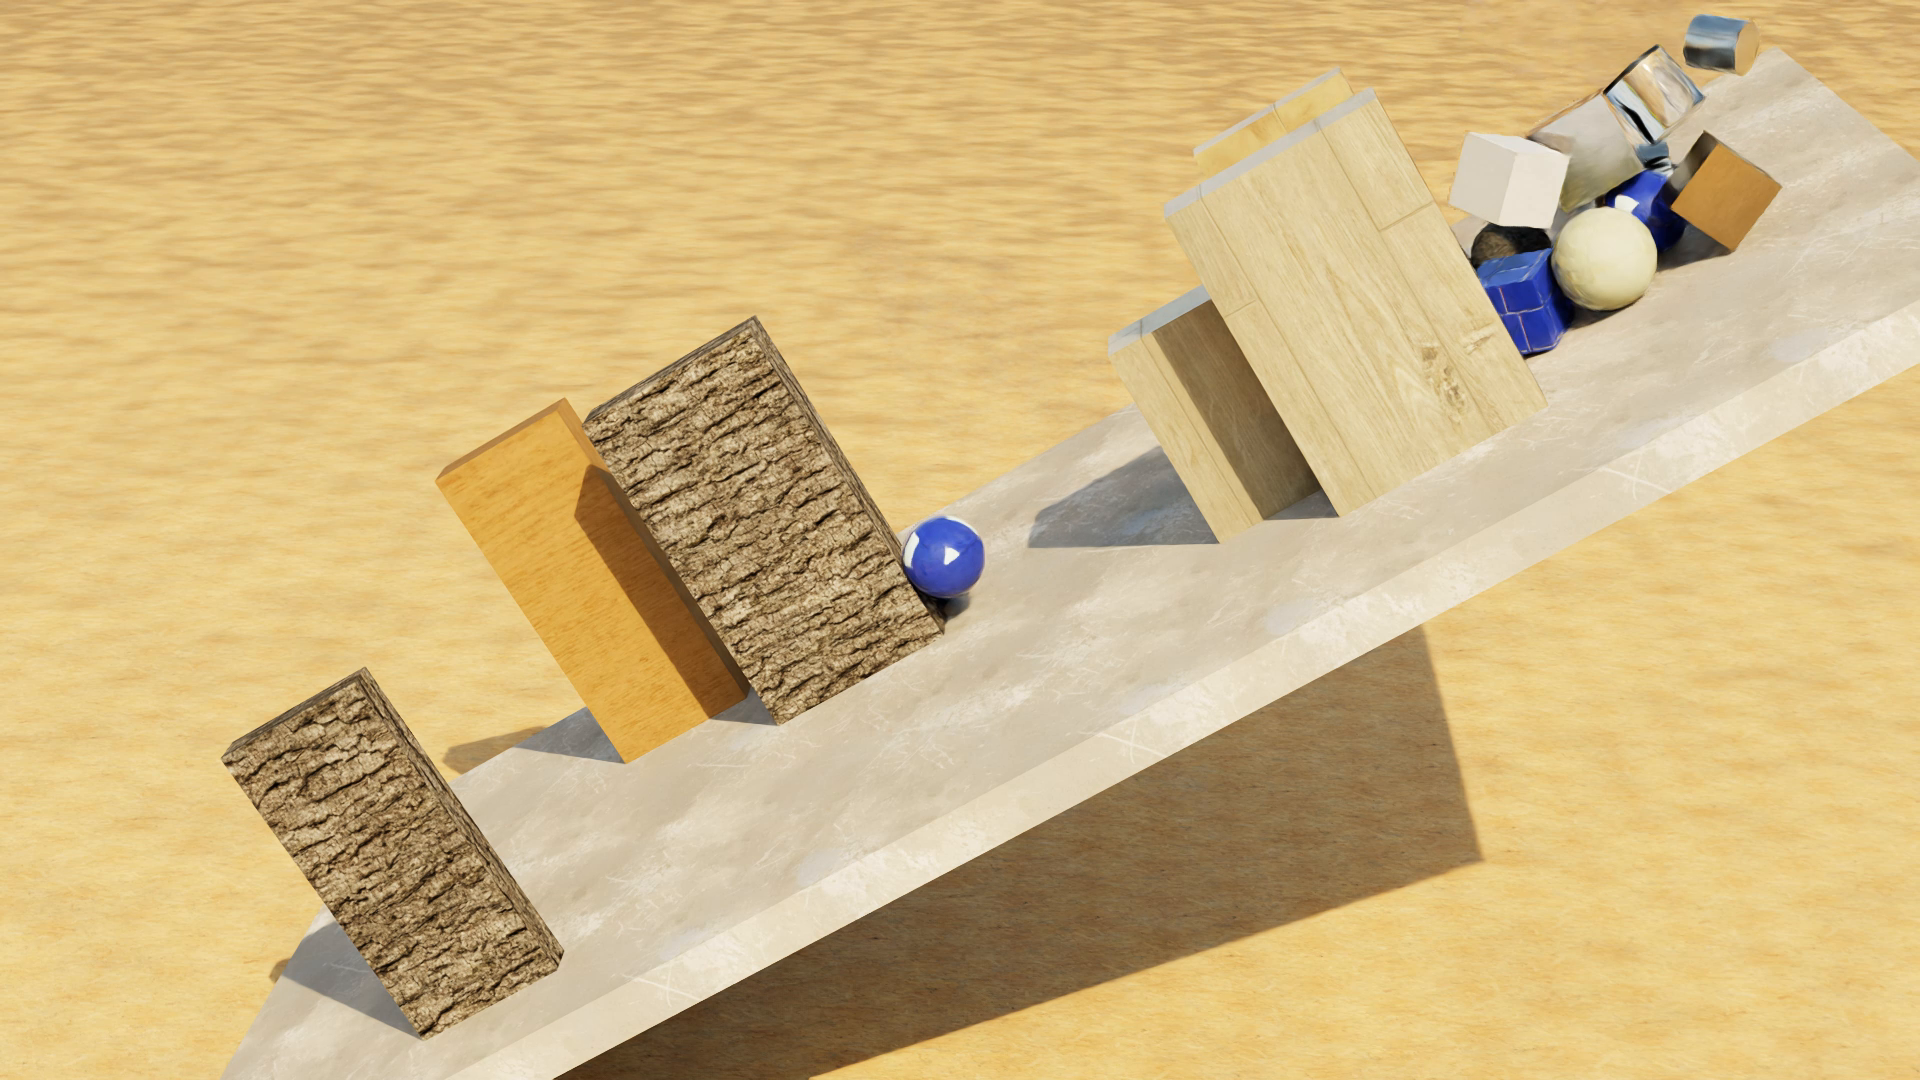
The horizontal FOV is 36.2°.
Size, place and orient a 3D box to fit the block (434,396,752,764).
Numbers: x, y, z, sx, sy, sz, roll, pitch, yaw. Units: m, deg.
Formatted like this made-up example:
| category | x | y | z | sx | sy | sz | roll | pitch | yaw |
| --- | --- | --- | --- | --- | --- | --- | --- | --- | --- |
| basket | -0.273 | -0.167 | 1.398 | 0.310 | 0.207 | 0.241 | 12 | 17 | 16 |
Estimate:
| category | x | y | z | sx | sy | sz | roll | pitch | yaw |
| --- | --- | --- | --- | --- | --- | --- | --- | --- | --- |
| block | -0.833 | 0.098 | 6.732 | 0.332 | 0.795 | 0.108 | -29 | 15 | 12 |

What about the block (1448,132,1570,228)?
| category | x | y | z | sx | sy | sz | roll | pitch | yaw |
| --- | --- | --- | --- | --- | --- | --- | --- | --- | --- |
| block | 1.054 | -0.690 | 5.647 | 0.142 | 0.142 | 0.142 | -1 | 22 | -35 |

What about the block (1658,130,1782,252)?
| category | x | y | z | sx | sy | sz | roll | pitch | yaw |
| --- | --- | --- | --- | --- | --- | --- | --- | --- | --- |
| block | 1.472 | -0.678 | 5.708 | 0.152 | 0.152 | 0.152 | 33 | 17 | -6 |

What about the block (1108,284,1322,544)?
| category | x | y | z | sx | sy | sz | roll | pitch | yaw |
| --- | --- | --- | --- | --- | --- | --- | --- | --- | --- |
| block | 0.587 | -0.299 | 5.812 | 0.422 | 0.445 | 0.149 | -29 | 15 | 12 |

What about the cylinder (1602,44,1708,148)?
| category | x | y | z | sx | sy | sz | roll | pitch | yaw |
| --- | --- | --- | --- | --- | --- | --- | --- | --- | --- |
| cylinder | 1.373 | -0.878 | 5.810 | 0.143 | 0.143 | 0.143 | 50 | 35 | 7 |

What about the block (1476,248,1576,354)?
| category | x | y | z | sx | sy | sz | roll | pitch | yaw |
| --- | --- | --- | --- | --- | --- | --- | --- | --- | --- |
| block | 1.106 | -0.467 | 5.823 | 0.151 | 0.151 | 0.151 | -8 | 25 | 34 |

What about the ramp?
| category | x | y | z | sx | sy | sz | roll | pitch | yaw |
| --- | --- | --- | --- | --- | --- | --- | --- | --- | --- |
| ramp | 0.142 | 0.168 | 6.287 | 4.000 | 0.100 | 2.000 | -29 | 15 | 12 |

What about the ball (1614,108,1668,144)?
| category | x | y | z | sx | sy | sz | roll | pitch | yaw |
| --- | --- | --- | --- | --- | --- | --- | --- | --- | --- |
| ball | 1.412 | -0.831 | 6.247 | 0.177 | 0.177 | 0.177 | 0 | 19 | 0 |

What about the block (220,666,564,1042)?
| category | x | y | z | sx | sy | sz | roll | pitch | yaw |
| --- | --- | --- | --- | --- | --- | --- | --- | --- | --- |
| block | -1.109 | 0.621 | 5.775 | 0.320 | 0.703 | 0.085 | -29 | 15 | 12 |

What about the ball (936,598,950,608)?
| category | x | y | z | sx | sy | sz | roll | pitch | yaw |
| --- | --- | --- | --- | --- | --- | --- | --- | --- | --- |
| ball | -0.076 | 0.104 | 6.502 | 0.120 | 0.120 | 0.120 | 0 | 19 | 0 |

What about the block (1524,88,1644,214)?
| category | x | y | z | sx | sy | sz | roll | pitch | yaw |
| --- | --- | --- | --- | --- | --- | --- | --- | --- | --- |
| block | 1.250 | -0.779 | 5.887 | 0.172 | 0.172 | 0.172 | -30 | 5 | 17 |

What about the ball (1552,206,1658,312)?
| category | x | y | z | sx | sy | sz | roll | pitch | yaw |
| --- | --- | --- | --- | --- | --- | --- | --- | --- | --- |
| ball | 1.256 | -0.548 | 5.735 | 0.203 | 0.203 | 0.203 | 0 | 19 | 0 |

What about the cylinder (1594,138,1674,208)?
| category | x | y | z | sx | sy | sz | roll | pitch | yaw |
| --- | --- | --- | --- | --- | --- | --- | --- | --- | --- |
| cylinder | 1.388 | -0.732 | 6.059 | 0.162 | 0.162 | 0.162 | -11 | 16 | 15 |

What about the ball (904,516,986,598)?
| category | x | y | z | sx | sy | sz | roll | pitch | yaw |
| --- | --- | --- | --- | --- | --- | --- | --- | --- | --- |
| ball | -0.033 | 0.037 | 6.290 | 0.177 | 0.177 | 0.177 | 0 | 19 | 0 |

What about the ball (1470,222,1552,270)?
| category | x | y | z | sx | sy | sz | roll | pitch | yaw |
| --- | --- | --- | --- | --- | --- | --- | --- | --- | --- |
| ball | 1.150 | -0.589 | 6.131 | 0.172 | 0.172 | 0.172 | 0 | 19 | 0 |

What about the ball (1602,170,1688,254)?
| category | x | y | z | sx | sy | sz | roll | pitch | yaw |
| --- | --- | --- | --- | --- | --- | --- | --- | --- | --- |
| ball | 1.374 | -0.654 | 5.901 | 0.173 | 0.173 | 0.173 | 0 | 19 | 0 |

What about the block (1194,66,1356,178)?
| category | x | y | z | sx | sy | sz | roll | pitch | yaw |
| --- | --- | --- | --- | --- | --- | --- | --- | --- | --- |
| block | 0.832 | -0.796 | 6.862 | 0.385 | 0.480 | 0.082 | -29 | 15 | 12 |

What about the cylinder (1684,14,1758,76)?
| category | x | y | z | sx | sy | sz | roll | pitch | yaw |
| --- | --- | --- | --- | --- | --- | --- | --- | --- | --- |
| cylinder | 1.552 | -1.010 | 5.995 | 0.111 | 0.111 | 0.111 | 17 | 25 | 35 |

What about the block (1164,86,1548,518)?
| category | x | y | z | sx | sy | sz | roll | pitch | yaw |
| --- | --- | --- | --- | --- | --- | --- | --- | --- | --- |
| block | 0.742 | -0.441 | 5.512 | 0.441 | 0.670 | 0.123 | -29 | 15 | 12 |

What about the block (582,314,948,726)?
| category | x | y | z | sx | sy | sz | roll | pitch | yaw |
| --- | --- | --- | --- | --- | --- | --- | --- | --- | --- |
| block | -0.414 | -0.036 | 6.326 | 0.422 | 0.788 | 0.123 | -29 | 15 | 12 |
